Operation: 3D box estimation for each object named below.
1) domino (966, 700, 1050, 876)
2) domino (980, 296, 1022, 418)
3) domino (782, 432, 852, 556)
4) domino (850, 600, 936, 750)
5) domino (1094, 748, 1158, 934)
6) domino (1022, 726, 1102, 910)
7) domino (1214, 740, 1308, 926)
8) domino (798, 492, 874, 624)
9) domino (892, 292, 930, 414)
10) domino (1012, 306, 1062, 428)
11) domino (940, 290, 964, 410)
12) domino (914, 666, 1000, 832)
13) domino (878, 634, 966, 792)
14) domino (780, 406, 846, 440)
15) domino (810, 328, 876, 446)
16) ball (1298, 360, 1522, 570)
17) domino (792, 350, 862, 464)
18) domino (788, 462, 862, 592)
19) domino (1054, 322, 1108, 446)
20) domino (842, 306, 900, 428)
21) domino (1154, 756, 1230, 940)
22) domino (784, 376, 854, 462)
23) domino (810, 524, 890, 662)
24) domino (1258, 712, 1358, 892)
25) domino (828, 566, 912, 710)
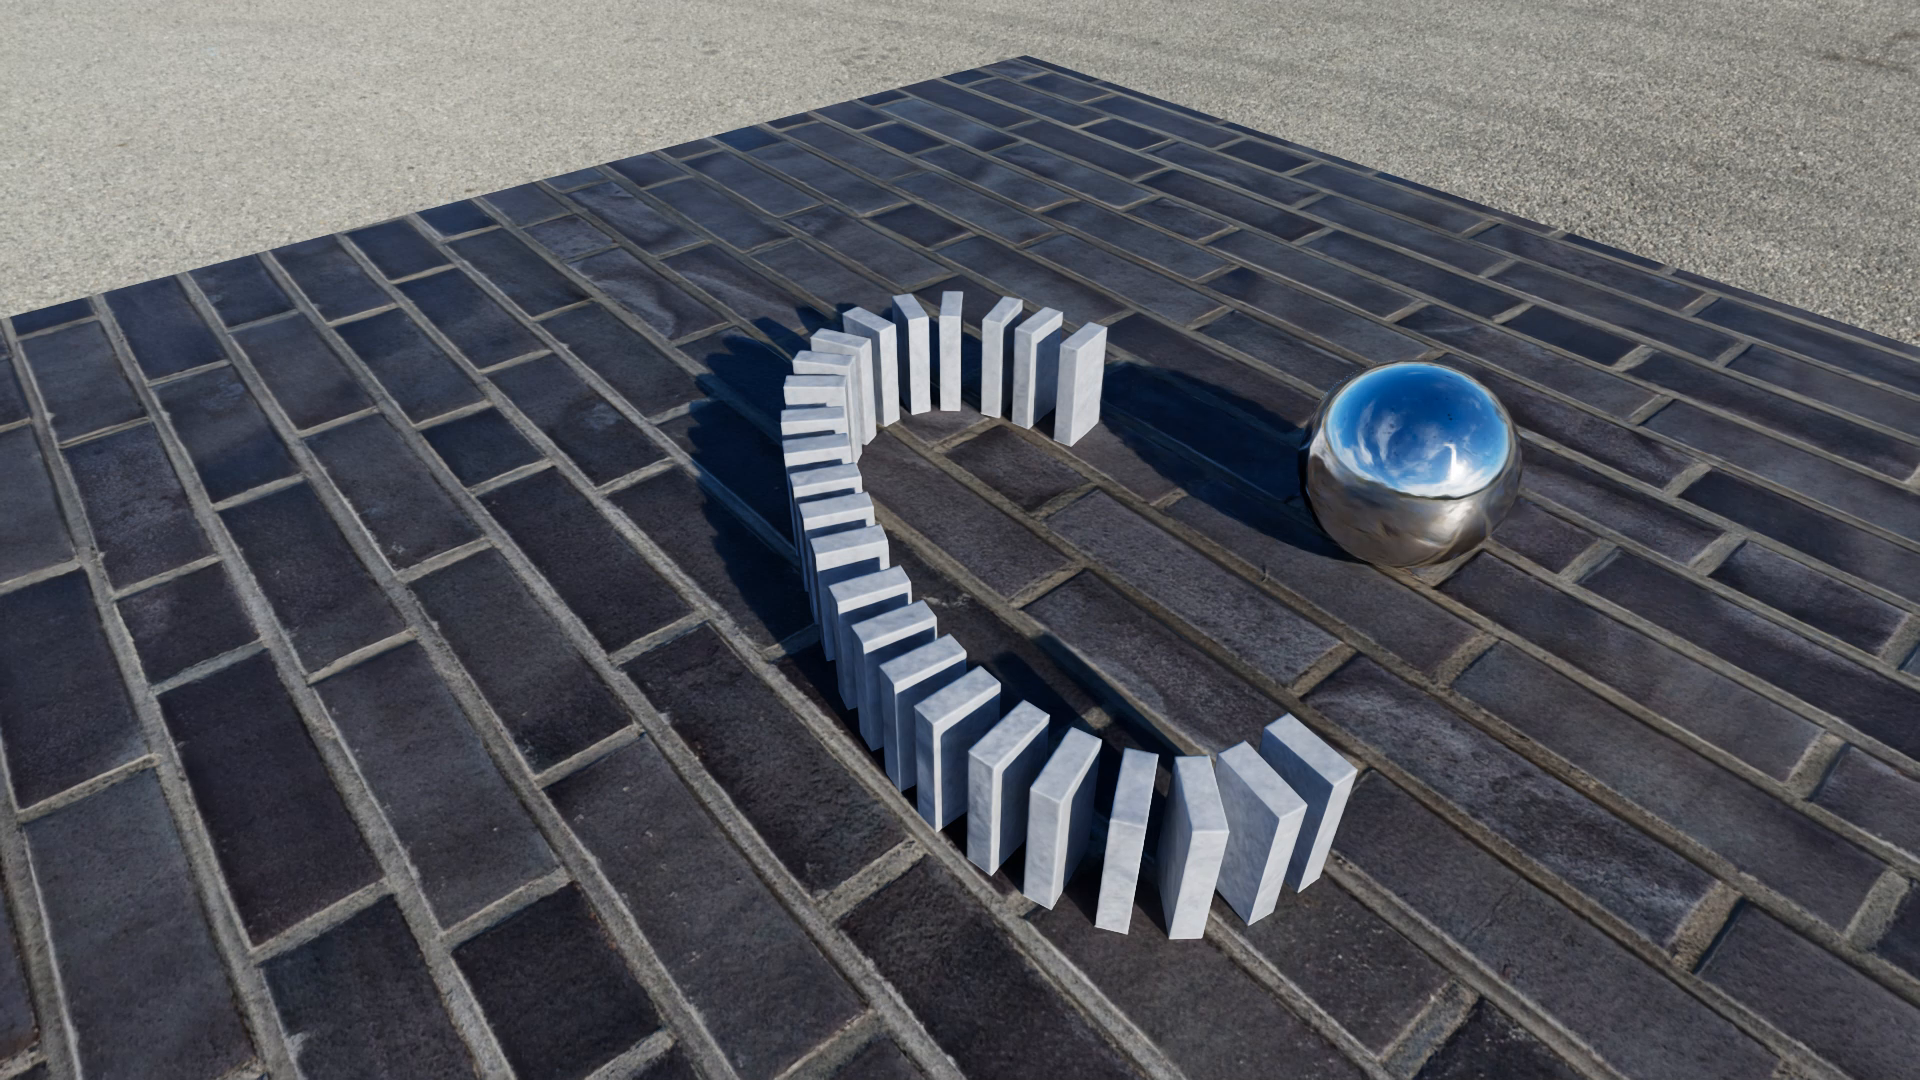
[{"bbox_3d":[0.014,0.073,0.322,0.009,0.050,0.025,28,47,30],"label":"domino"},{"bbox_3d":[0.019,-0.086,0.516,0.010,0.050,0.025,16,42,19],"label":"domino"},{"bbox_3d":[-0.055,-0.017,0.433,0.025,0.050,0.009,-8,40,-9],"label":"domino"},{"bbox_3d":[-0.021,0.045,0.357,0.025,0.050,0.009,-19,43,-21],"label":"domino"},{"bbox_3d":[0.046,0.085,0.308,0.010,0.050,0.025,10,40,12],"label":"domino"},{"bbox_3d":[0.029,0.080,0.314,0.009,0.050,0.025,21,44,23],"label":"domino"},{"bbox_3d":[0.081,0.083,0.310,0.009,0.050,0.025,-19,43,-22],"label":"domino"},{"bbox_3d":[-0.044,0.007,0.403,0.025,0.050,0.010,-11,41,-13],"label":"domino"},{"bbox_3d":[-0.023,-0.087,0.518,0.010,0.050,0.025,-13,41,-16],"label":"domino"},{"bbox_3d":[0.035,-0.079,0.508,0.009,0.050,0.025,25,45,27],"label":"domino"},{"bbox_3d":[-0.004,-0.089,0.520,0.009,0.050,0.025,2,39,2],"label":"domino"},{"bbox_3d":[-0.001,0.064,0.334,0.025,0.050,0.009,-28,47,-30],"label":"domino"},{"bbox_3d":[-0.011,0.055,0.345,0.025,0.050,0.009,-22,44,-25],"label":"domino"},{"bbox_3d":[-0.058,-0.030,0.448,0.025,0.050,0.009,-4,40,-5],"label":"domino"},{"bbox_3d":[-0.052,-0.069,0.495,0.025,0.050,0.009,16,42,18],"label":"domino"},{"bbox_3d":[0.172,-0.029,0.423,0.080,0.080,0.080,0,39,0],"label":"ball"},{"bbox_3d":[-0.058,-0.058,0.482,0.025,0.050,0.009,7,40,9],"label":"domino"},{"bbox_3d":[-0.049,-0.004,0.417,0.025,0.050,0.010,-11,41,-13],"label":"domino"},{"bbox_3d":[0.054,-0.070,0.497,0.009,0.050,0.025,24,45,27],"label":"domino"},{"bbox_3d":[-0.041,-0.080,0.509,0.025,0.050,0.009,31,48,32],"label":"domino"},{"bbox_3d":[0.064,0.086,0.306,0.010,0.050,0.025,-1,39,-1],"label":"domino"},{"bbox_3d":[-0.059,-0.046,0.467,0.025,0.050,0.009,0,39,0],"label":"domino"},{"bbox_3d":[-0.038,0.019,0.388,0.025,0.050,0.010,-12,41,-14],"label":"domino"},{"bbox_3d":[0.096,0.076,0.318,0.009,0.050,0.025,-23,45,-26],"label":"domino"},{"bbox_3d":[-0.029,0.033,0.371,0.025,0.050,0.009,-16,42,-18],"label":"domino"}]
